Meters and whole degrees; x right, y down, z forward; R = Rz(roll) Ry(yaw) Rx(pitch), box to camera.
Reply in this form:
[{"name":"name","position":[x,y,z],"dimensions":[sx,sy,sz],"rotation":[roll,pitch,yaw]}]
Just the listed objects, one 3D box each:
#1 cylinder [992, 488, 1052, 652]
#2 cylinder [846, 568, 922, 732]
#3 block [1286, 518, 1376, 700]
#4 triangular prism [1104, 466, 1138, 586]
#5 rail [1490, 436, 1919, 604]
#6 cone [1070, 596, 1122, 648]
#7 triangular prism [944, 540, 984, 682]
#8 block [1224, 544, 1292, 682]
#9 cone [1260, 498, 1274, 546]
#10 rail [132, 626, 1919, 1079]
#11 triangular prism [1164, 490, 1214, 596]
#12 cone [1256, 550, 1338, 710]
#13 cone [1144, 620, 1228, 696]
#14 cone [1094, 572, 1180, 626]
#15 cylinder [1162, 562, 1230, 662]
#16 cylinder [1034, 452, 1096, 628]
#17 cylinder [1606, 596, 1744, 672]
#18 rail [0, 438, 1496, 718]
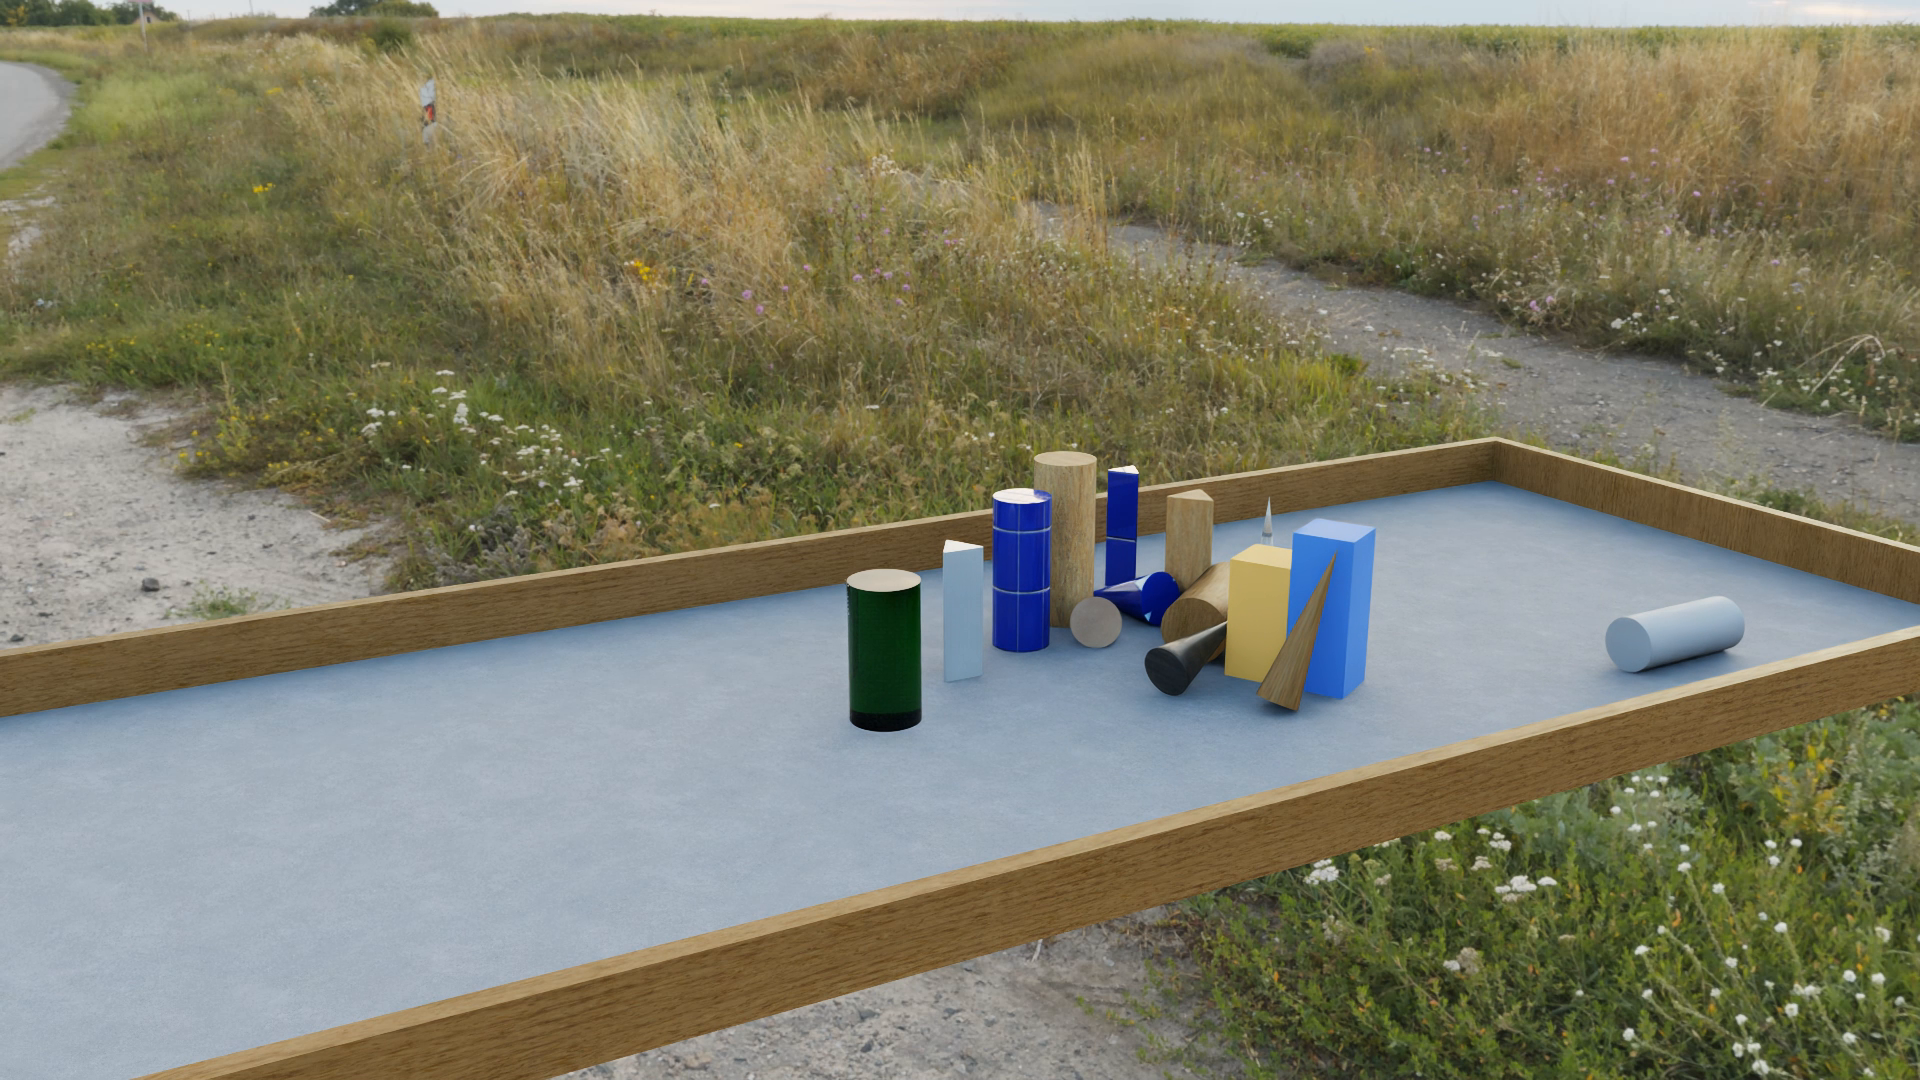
[{"name":"cylinder","position":[0.163,0.080,4.359],"dimensions":[0.154,0.407,0.154],"rotation":[0,16,0]},{"name":"cylinder","position":[-0.176,0.257,3.869],"dimensions":[0.172,0.344,0.172],"rotation":[0,16,0]},{"name":"block","position":[0.913,0.168,4.074],"dimensions":[0.154,0.400,0.154],"rotation":[10,19,31]},{"name":"triangular prism","position":[0.491,-0.039,4.860],"dimensions":[0.094,0.353,0.081],"rotation":[8,18,26]},{"name":"rail","position":[2.466,-0.048,5.253],"dimensions":[0.050,0.150,2.100],"rotation":[-9,18,-27]},{"name":"cone","position":[0.385,0.206,4.534],"dimensions":[0.137,0.137,0.327],"rotation":[3,5,9]},{"name":"triangular prism","position":[-0.011,0.175,4.158],"dimensions":[0.109,0.340,0.094],"rotation":[-8,18,-26]},{"name":"block","position":[0.781,0.188,4.167],"dimensions":[0.158,0.308,0.158],"rotation":[10,19,31]},{"name":"cone","position":[0.795,0.090,4.299],"dimensions":[0.109,0.422,0.109],"rotation":[0,16,0]},{"name":"rail","position":[-2.336,1.006,1.665],"dimensions":[12.000,0.150,0.050],"rotation":[-9,18,-27]},{"name":"triangular prism","position":[0.654,0.035,4.632],"dimensions":[0.129,0.340,0.112],"rotation":[6,17,20]},{"name":"cone","position":[0.831,0.203,3.943],"dimensions":[0.107,0.397,0.107],"rotation":[21,4,-1]},{"name":"cone","position":[0.614,0.257,4.131],"dimensions":[0.130,0.130,0.326],"rotation":[15,34,42]},{"name":"cone","position":[0.452,0.161,4.677],"dimensions":[0.150,0.150,0.333],"rotation":[-12,8,-36]},{"name":"cylinder","position":[0.673,0.189,4.398],"dimensions":[0.177,0.177,0.347],"rotation":[7,18,23]},{"name":"cylinder","position":[0.286,-0.002,4.551],"dimensions":[0.171,0.458,0.171],"rotation":[0,16,0]},{"name":"cylinder","position":[1.857,0.242,4.280],"dimensions":[0.357,0.142,0.142],"rotation":[-9,19,-28]},{"name":"rail","position":[-3.305,0.497,3.399],"dimensions":[12.000,0.150,0.050],"rotation":[-9,18,-27]}]
